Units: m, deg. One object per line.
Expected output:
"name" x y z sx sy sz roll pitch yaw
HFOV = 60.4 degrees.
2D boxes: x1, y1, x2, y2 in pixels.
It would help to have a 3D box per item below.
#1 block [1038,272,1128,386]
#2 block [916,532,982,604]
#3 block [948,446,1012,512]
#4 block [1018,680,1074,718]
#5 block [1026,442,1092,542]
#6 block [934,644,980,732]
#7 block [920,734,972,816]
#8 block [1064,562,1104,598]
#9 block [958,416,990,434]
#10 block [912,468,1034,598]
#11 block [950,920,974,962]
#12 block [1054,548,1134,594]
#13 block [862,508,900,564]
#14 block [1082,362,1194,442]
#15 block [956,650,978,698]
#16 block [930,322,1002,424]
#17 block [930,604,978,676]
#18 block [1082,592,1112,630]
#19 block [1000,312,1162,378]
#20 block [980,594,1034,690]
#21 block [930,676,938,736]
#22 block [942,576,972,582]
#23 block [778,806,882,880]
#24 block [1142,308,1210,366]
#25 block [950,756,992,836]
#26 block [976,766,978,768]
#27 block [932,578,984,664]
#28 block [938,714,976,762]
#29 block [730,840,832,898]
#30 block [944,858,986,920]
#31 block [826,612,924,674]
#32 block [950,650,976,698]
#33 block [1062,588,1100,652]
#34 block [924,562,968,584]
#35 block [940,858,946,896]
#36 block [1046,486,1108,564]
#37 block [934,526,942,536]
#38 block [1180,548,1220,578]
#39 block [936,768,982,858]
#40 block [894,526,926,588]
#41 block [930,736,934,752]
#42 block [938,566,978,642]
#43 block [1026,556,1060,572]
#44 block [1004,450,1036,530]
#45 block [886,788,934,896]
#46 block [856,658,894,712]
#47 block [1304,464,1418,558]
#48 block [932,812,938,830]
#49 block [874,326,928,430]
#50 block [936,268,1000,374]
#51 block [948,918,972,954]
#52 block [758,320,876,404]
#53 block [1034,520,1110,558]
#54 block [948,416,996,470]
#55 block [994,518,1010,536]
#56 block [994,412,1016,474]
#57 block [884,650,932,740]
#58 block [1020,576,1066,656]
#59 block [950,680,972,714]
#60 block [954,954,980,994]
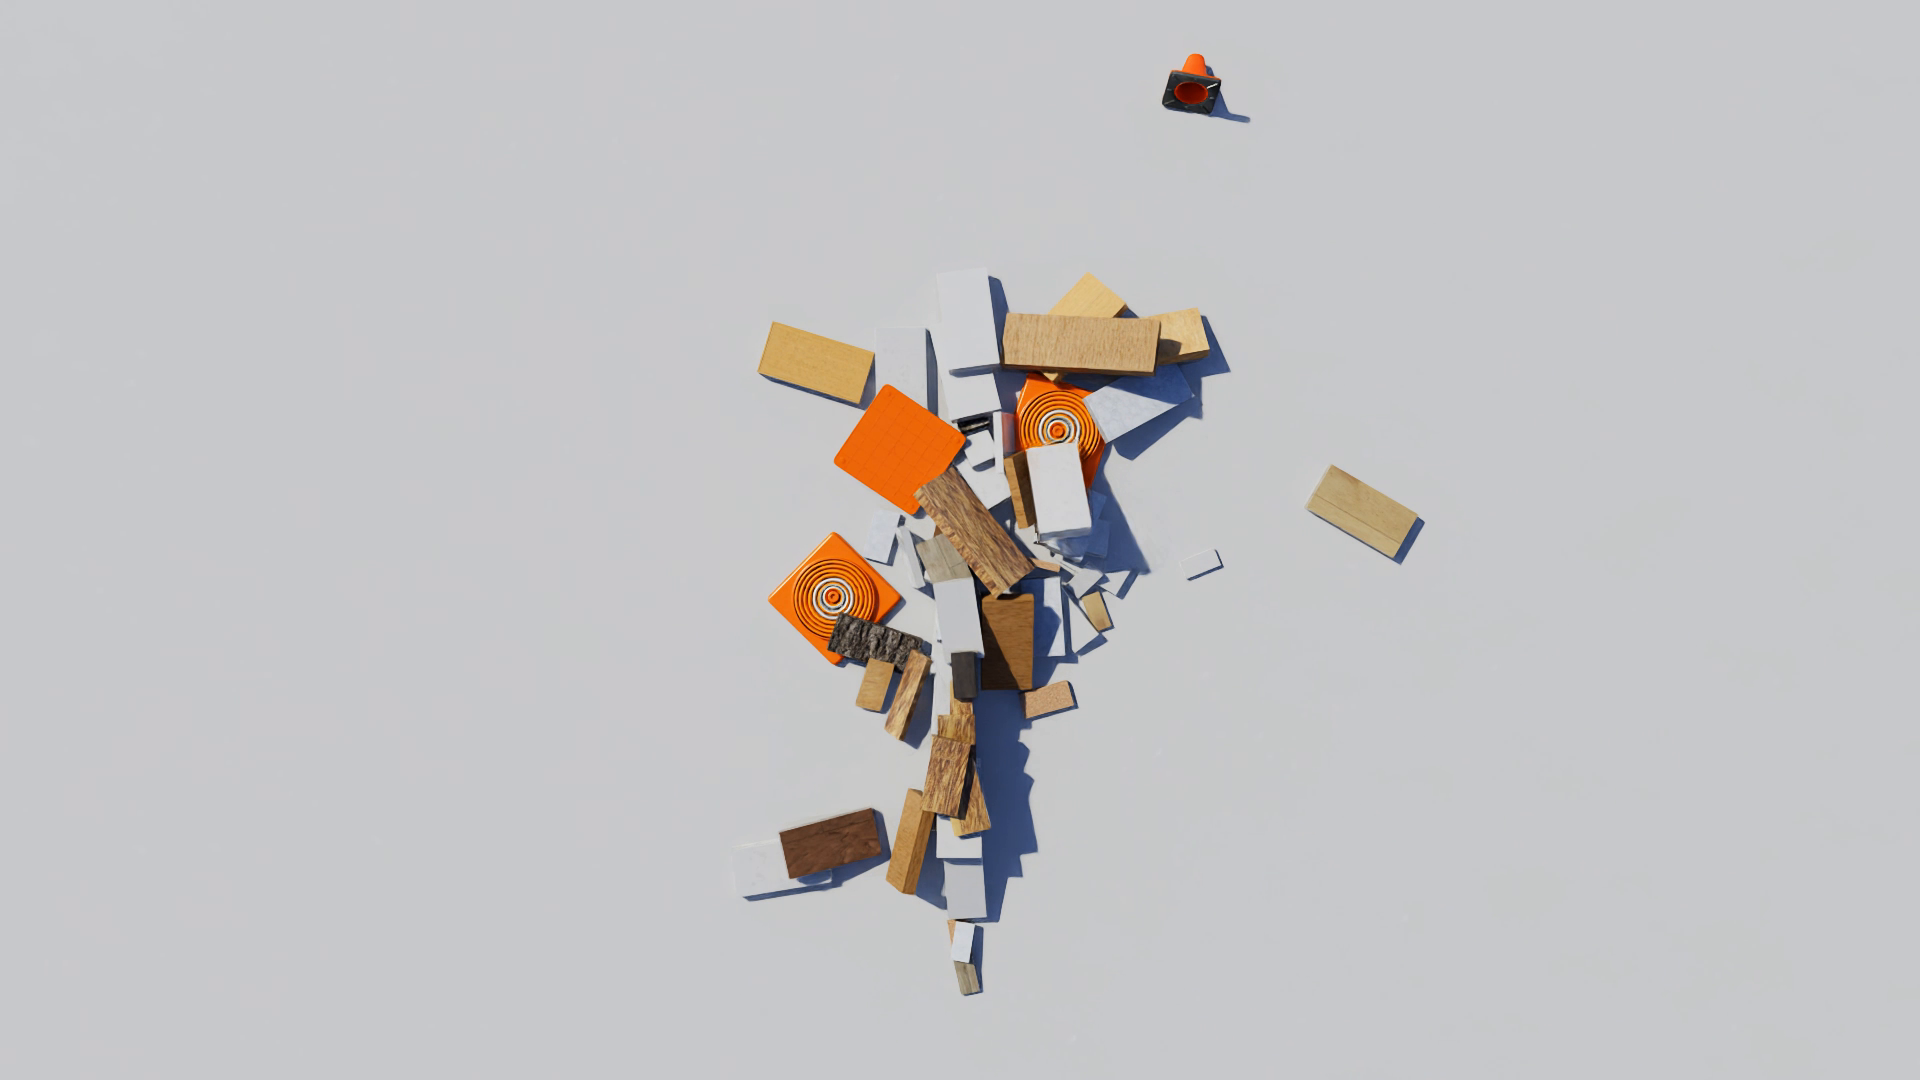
"block" 0.368 -0.698 5.446 0.353 0.050 0.176 -47 70 0
"block" -0.035 0.108 5.371 0.128 0.036 0.256 -24 91 1
"block" 0.072 -0.219 5.450 0.118 0.034 0.237 -32 77 -7
"block" 0.286 0.530 5.488 0.169 0.024 0.085 -16 90 0
"block" 0.319 -0.158 5.331 0.167 0.047 0.335 -8 57 0
"block" -0.008 0.478 5.360 0.141 0.040 0.282 1 86 0
"block" -0.046 0.753 5.266 0.120 0.034 0.239 11 97 2
"block" 0.411 0.133 5.462 0.061 0.017 0.122 42 117 -5
"block" 0.018 -0.456 5.457 0.099 0.028 0.199 -19 73 -2
"block" 0.045 -0.026 5.356 0.167 0.047 0.429 -34 83 -39
"block" 0.008 1.331 5.463 0.063 0.018 0.126 9 82 3
"block" 0.444 0.069 5.483 0.241 0.034 0.121 31 90 0
"block" -0.262 -0.016 5.488 0.085 0.024 0.170 16 90 0
"block" 0.588 -0.470 5.447 0.331 0.047 0.166 -28 90 -11
"block" 0.022 0.432 5.309 0.073 0.021 0.154 -1 104 0
"block" 0.017 -0.564 5.438 0.168 0.048 0.336 -13 77 0
"block" -0.018 0.308 5.441 0.141 0.040 0.282 4 74 0
"block" 0.454 0.238 5.491 0.061 0.017 0.122 -20 90 0
"block" 0.392 -0.637 5.371 0.509 0.050 0.176 5 78 16
"block" 0.154 0.335 5.400 0.167 0.047 0.335 -1 117 -2
"block" -0.017 0.506 5.425 0.141 0.040 0.282 3 73 0
"block" 0.000 0.228 5.341 0.101 0.029 0.203 -8 97 -1
"block" -0.430 0.998 5.437 0.314 0.044 0.157 -13 91 -15
"block" 0.640 -0.657 5.443 0.331 0.047 0.166 -11 64 0
"block" 0.012 0.823 5.305 0.120 0.034 0.239 -14 95 4
"block" 0.003 0.880 5.455 0.126 0.036 0.253 -2 78 0
"block" -0.004 0.259 5.312 0.130 0.037 0.259 -9 97 -1
"block" -0.010 0.679 5.319 0.120 0.034 0.239 -1 109 0
"block" -0.593 1.080 5.478 0.314 0.044 0.157 -9 90 0
"block" 0.016 1.123 5.428 0.126 0.036 0.253 -4 107 1
"block" -0.281 0.343 5.442 0.289 0.037 0.130 19 100 -12
"block" 0.012 0.430 5.272 0.073 0.021 0.146 -4 92 0
"block" 0.358 0.263 5.476 0.101 0.029 0.202 -39 90 11
"block" -0.031 0.026 5.445 0.128 0.036 0.256 13 73 0
"block" 0.002 1.053 5.482 0.126 0.036 0.253 1 90 0
"block" 0.383 -0.058 5.418 0.121 0.034 0.241 24 70 -2
"block" -0.009 -0.077 5.440 0.118 0.034 0.237 14 72 1
"block" 0.799 0.078 5.491 0.122 0.017 0.061 -22 90 0
"block" -0.002 0.888 5.372 0.144 0.041 0.289 0 78 0
"block" -0.166 0.056 5.438 0.029 0.101 0.203 -17 96 -12
"block" -0.017 0.601 5.438 0.144 0.041 0.289 4 73 0
"block" -0.009 0.209 5.430 0.128 0.036 0.256 1 73 -1
"block" 0.245 0.074 5.457 0.170 0.085 0.024 14 90 0
"block" 0.204 -0.166 5.419 0.034 0.118 0.237 -8 102 26
"block" -0.160 0.989 5.419 0.044 0.157 0.314 14 90 -23
"block" -0.282 0.480 5.453 0.085 0.024 0.169 14 110 -10
"block" 1.331 -0.096 5.477 0.331 0.047 0.166 30 90 0
"block" -0.019 0.810 5.432 0.144 0.041 0.289 0 78 0
"block" -0.195 -0.536 5.476 0.168 0.048 0.336 -1 90 0
"block" 0.026 -0.722 5.425 0.168 0.048 0.336 -7 77 1
"block" -0.001 1.324 5.491 0.063 0.018 0.126 -10 90 0
"block" -0.477 -0.588 5.475 0.353 0.050 0.176 17 90 0
"block" 0.370 -0.024 5.441 0.241 0.034 0.121 12 71 -7
"block" 0.046 -0.341 5.450 0.099 0.028 0.199 -23 71 -4
"block" 0.118 0.024 5.488 0.085 0.024 0.193 3 90 0
"block" 0.148 -0.317 5.415 0.028 0.099 0.199 -4 87 27
"block" -0.172 0.511 5.435 0.024 0.085 0.290 9 105 -43
"block" 0.276 0.254 5.454 0.130 0.037 0.259 -3 97 10
"block" 0.004 0.526 5.307 0.073 0.021 0.146 0 101 0
"block" 0.021 1.444 5.482 0.063 0.018 0.126 -12 98 0
